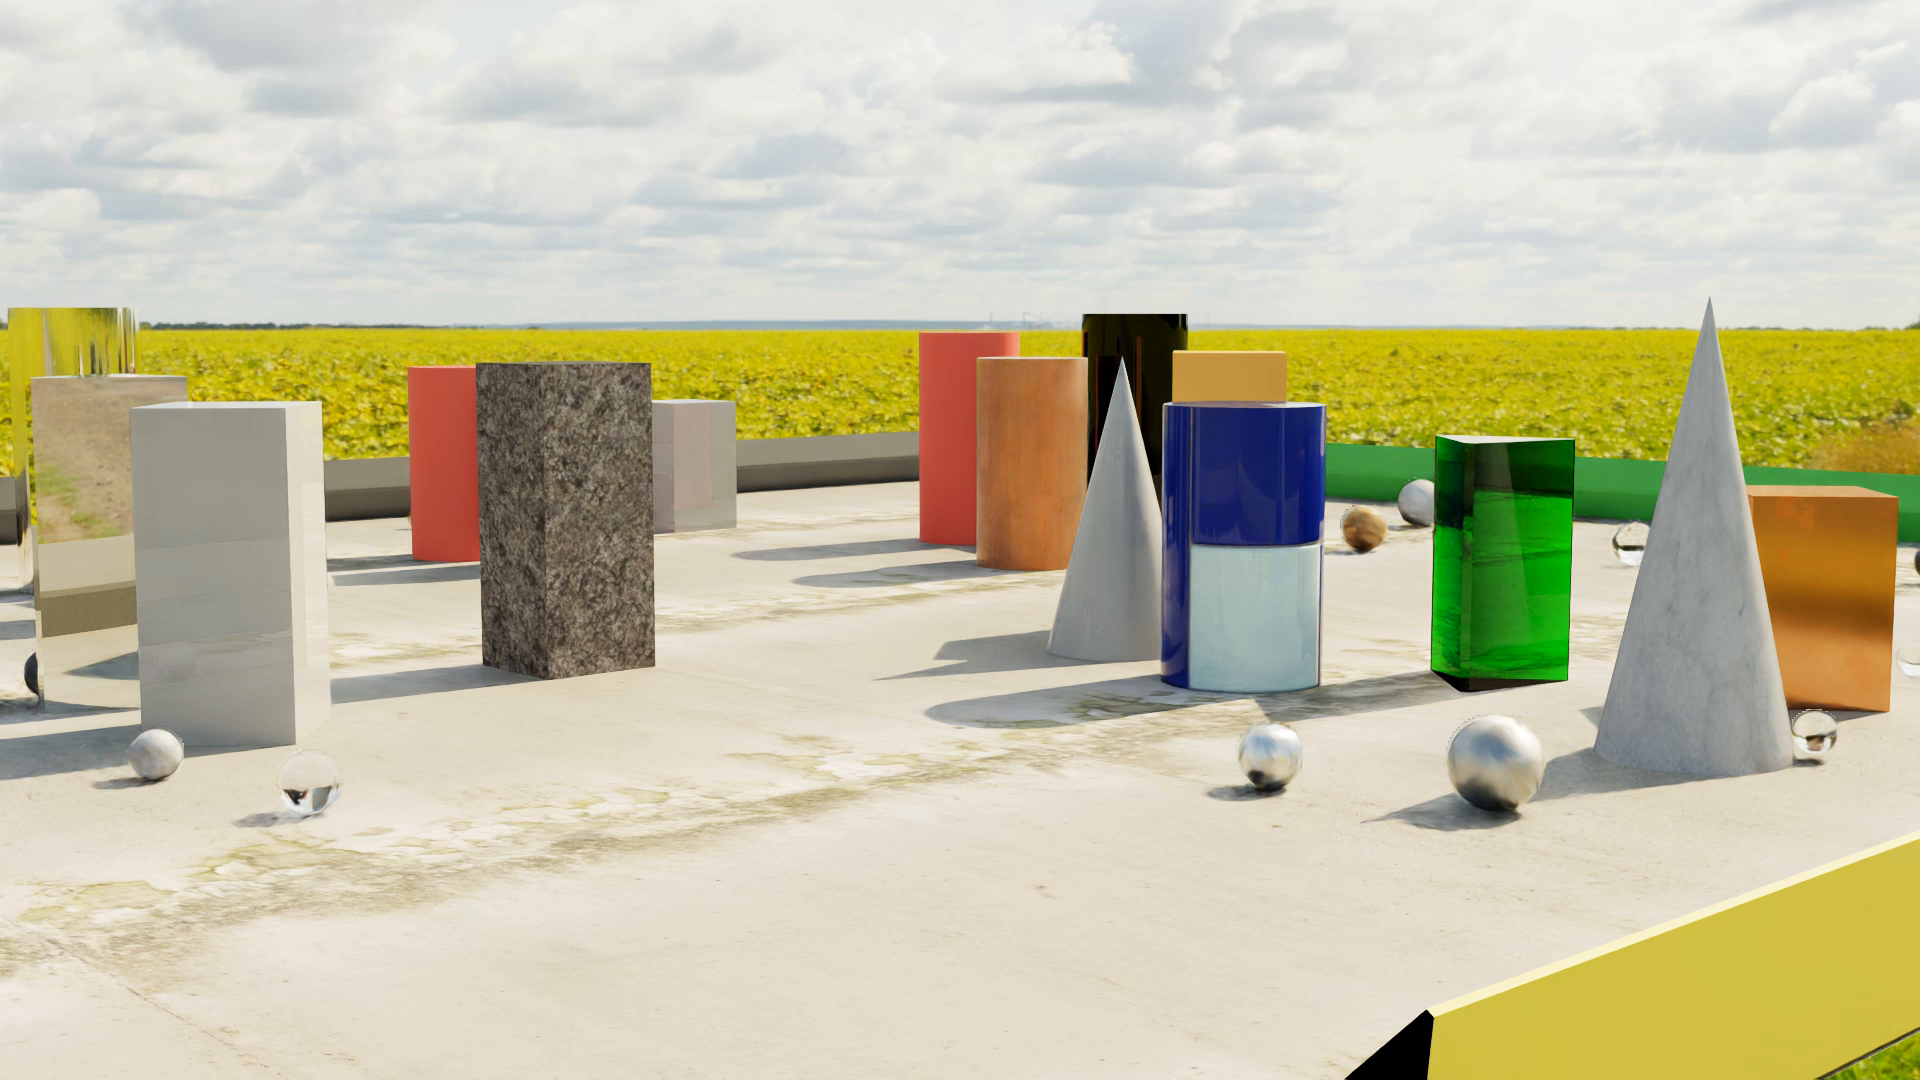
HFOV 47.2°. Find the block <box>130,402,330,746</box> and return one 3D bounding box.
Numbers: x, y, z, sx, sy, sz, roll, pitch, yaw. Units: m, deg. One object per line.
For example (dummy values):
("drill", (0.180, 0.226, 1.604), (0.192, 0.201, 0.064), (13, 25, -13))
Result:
("block", (-0.762, 0.031, 2.309), (0.155, 0.345, 0.155), (0, 6, -3))

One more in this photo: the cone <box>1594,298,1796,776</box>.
("cone", (0.735, -0.013, 2.180), (0.194, 0.460, 0.194), (0, 6, 0))

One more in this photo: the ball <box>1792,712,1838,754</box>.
("ball", (0.848, 0.191, 2.180), (0.043, 0.043, 0.043), (0, 6, 0))

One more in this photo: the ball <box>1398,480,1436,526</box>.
("ball", (0.948, -0.076, 4.520), (0.096, 0.096, 0.096), (0, 6, 0))

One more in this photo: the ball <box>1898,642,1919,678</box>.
("ball", (1.162, 0.145, 2.669), (0.043, 0.043, 0.043), (0, 6, 0))

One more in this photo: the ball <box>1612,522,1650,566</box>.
("ball", (1.174, 0.007, 3.824), (0.076, 0.076, 0.076), (0, 6, 0))

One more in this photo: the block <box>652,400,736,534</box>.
("block", (-0.565, -0.153, 4.480), (0.155, 0.258, 0.155), (-6, 8, -43))

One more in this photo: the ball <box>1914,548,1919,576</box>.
("ball", (1.589, 0.036, 3.573), (0.071, 0.071, 0.071), (0, 6, 0))

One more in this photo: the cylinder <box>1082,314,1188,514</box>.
("cylinder", (0.317, -0.193, 4.004), (0.194, 0.437, 0.194), (0, 6, 0))

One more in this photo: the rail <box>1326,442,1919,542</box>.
("rail", (1.420, -0.104, 4.635), (0.045, 0.126, 3.730), (-6, 8, -42))

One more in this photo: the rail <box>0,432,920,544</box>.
("rail", (-1.249, -0.109, 4.678), (3.911, 0.126, 0.045), (-6, 8, -42))

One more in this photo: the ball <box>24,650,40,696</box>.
("ball", (-1.037, 0.151, 2.509), (0.059, 0.059, 0.059), (0, 6, 0))

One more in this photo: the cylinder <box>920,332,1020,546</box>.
("cylinder", (0.018, -0.199, 4.236), (0.194, 0.400, 0.194), (0, 6, 0))

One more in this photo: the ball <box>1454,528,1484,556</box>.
("ball", (0.918, 0.004, 3.963), (0.054, 0.054, 0.054), (0, 6, 0))

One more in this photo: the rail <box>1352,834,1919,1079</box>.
("rail", (1.249, 0.174, 1.986), (3.911, 0.126, 0.045), (-6, 8, -42))

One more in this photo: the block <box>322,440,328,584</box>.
("block", (-1.117, -0.045, 3.484), (0.155, 0.251, 0.155), (5, 8, 42))

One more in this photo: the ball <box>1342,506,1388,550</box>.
("ball", (0.747, -0.021, 4.061), (0.082, 0.082, 0.082), (0, 6, 0))

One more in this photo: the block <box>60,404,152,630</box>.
("block", (-1.193, -0.037, 3.140), (0.155, 0.307, 0.155), (-2, 6, -21))

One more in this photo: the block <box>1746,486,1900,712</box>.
("block", (0.962, 0.063, 2.511), (0.155, 0.239, 0.155), (1, 6, 6))

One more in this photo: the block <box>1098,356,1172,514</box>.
("block", (0.374, -0.182, 4.297), (0.155, 0.353, 0.155), (-3, 7, -26))

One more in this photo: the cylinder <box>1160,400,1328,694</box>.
("cylinder", (0.338, 0.004, 2.631), (0.194, 0.332, 0.194), (0, 6, 0))

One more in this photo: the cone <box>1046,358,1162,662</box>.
("cone", (0.210, -0.047, 2.865), (0.194, 0.384, 0.194), (0, 6, 0))

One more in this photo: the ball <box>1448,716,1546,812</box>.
("ball", (0.477, 0.199, 1.955), (0.085, 0.085, 0.085), (0, 6, 0))

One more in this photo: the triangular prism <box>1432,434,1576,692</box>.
("triangular prism", (0.623, 0.022, 2.653), (0.168, 0.291, 0.145), (-3, 7, -30))

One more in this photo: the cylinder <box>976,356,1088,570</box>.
("cylinder", (0.125, -0.137, 3.833), (0.194, 0.360, 0.194), (0, 6, 0))

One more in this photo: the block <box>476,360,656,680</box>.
("block", (-0.490, -0.031, 2.736), (0.155, 0.379, 0.155), (-5, 8, -42))

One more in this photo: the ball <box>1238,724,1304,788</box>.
("ball", (0.290, 0.201, 2.049), (0.061, 0.061, 0.061), (0, 6, 0))

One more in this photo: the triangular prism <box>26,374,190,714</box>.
("triangular prism", (-0.965, -0.002, 2.507), (0.168, 0.370, 0.145), (-3, 7, -23))

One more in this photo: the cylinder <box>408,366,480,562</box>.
("cylinder", (-0.893, -0.141, 3.966), (0.194, 0.342, 0.194), (0, 6, 0))

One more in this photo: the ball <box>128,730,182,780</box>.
("ball", (-0.763, 0.204, 2.087), (0.048, 0.048, 0.048), (0, 6, 0))

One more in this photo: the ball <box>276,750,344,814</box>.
("ball", (-0.575, 0.214, 1.944), (0.057, 0.057, 0.057), (0, 6, 0))

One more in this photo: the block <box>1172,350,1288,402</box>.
("block", (0.376, -0.072, 3.098), (0.155, 0.385, 0.155), (1, 6, 6))

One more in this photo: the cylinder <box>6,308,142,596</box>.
("cylinder", (-1.394, -0.144, 3.482), (0.194, 0.447, 0.194), (0, 6, 0))
